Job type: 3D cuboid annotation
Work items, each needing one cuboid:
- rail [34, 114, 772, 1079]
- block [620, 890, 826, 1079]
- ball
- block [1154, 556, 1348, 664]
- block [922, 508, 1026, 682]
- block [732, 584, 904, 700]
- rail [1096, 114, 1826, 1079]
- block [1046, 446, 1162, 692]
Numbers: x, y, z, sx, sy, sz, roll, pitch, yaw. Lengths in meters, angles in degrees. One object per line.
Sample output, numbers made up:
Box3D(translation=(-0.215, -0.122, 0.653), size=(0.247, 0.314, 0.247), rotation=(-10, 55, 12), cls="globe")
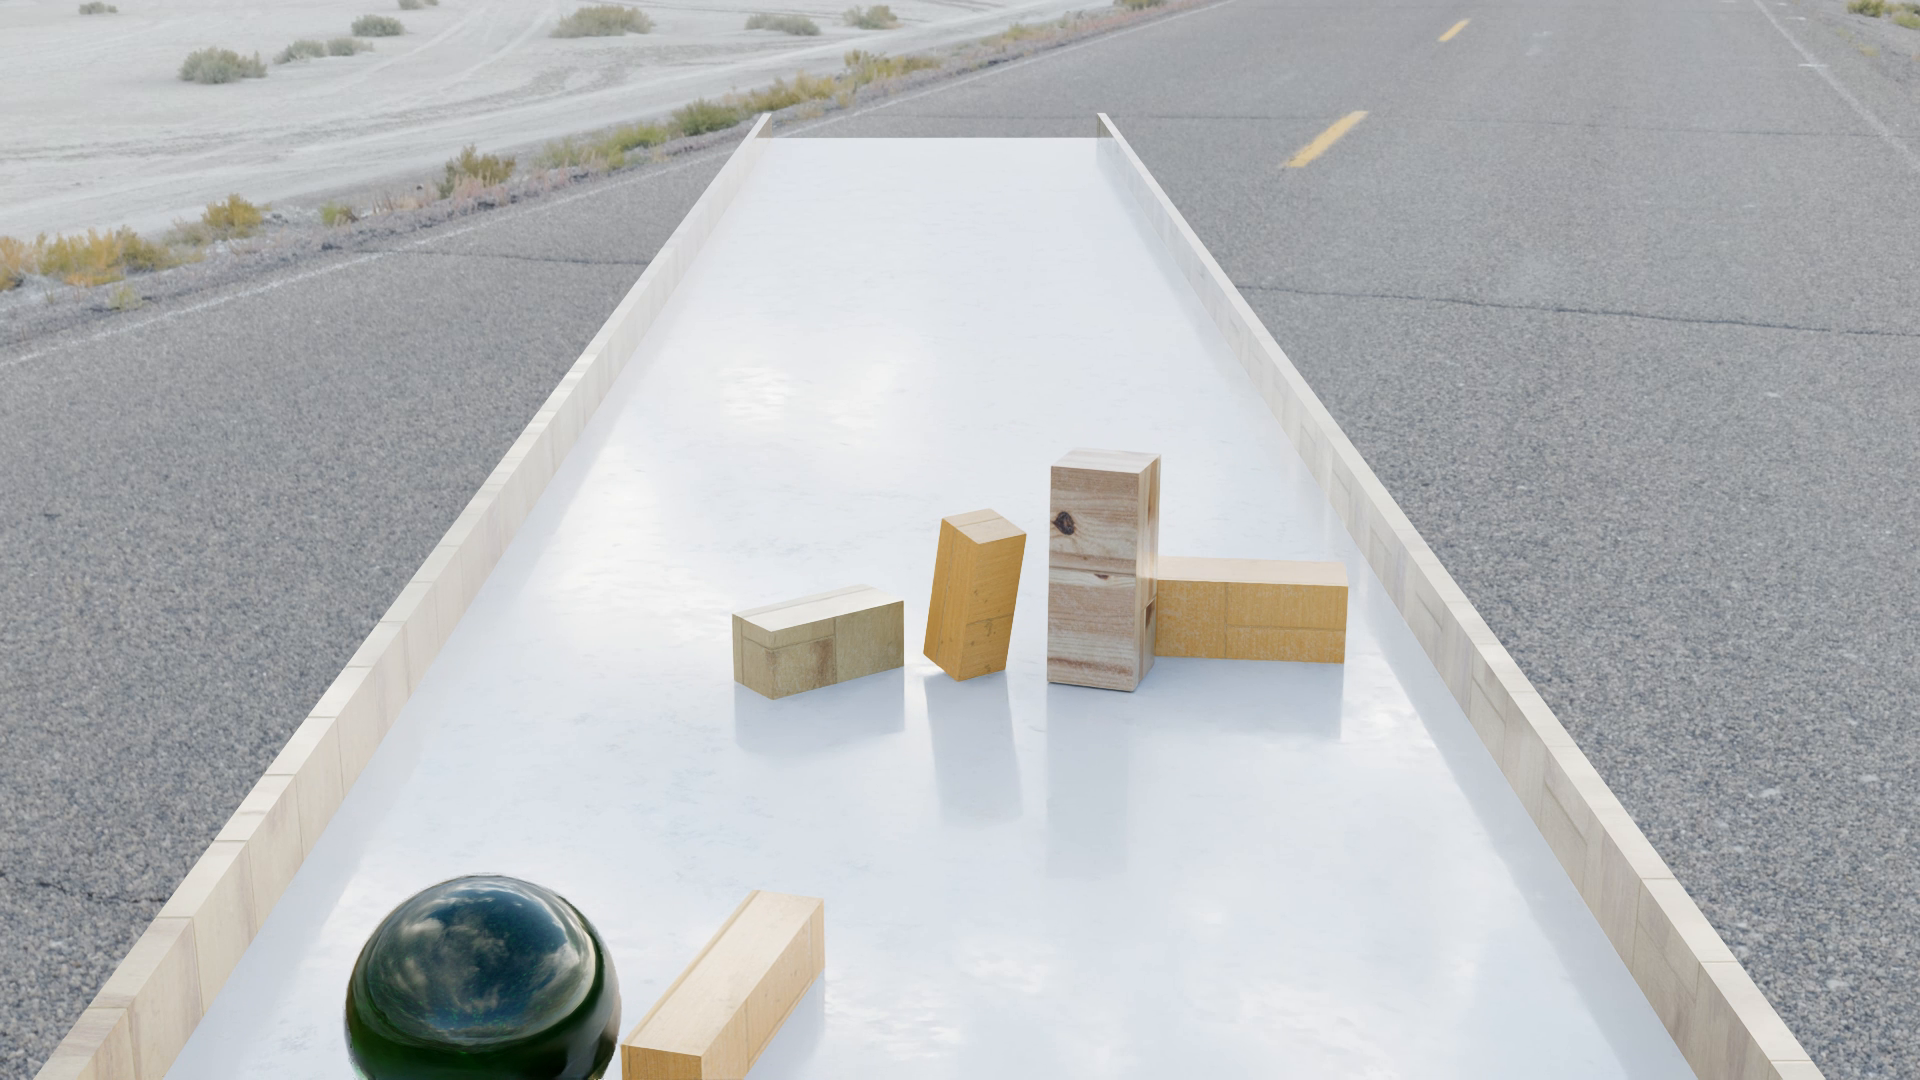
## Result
Box3D(translation=(-1.118, -0.838, 7.780), size=(0.050, 0.150, 12.000), rotation=(0, 17, -1), cls="rail")
Box3D(translation=(-0.308, 0.621, 2.950), size=(0.108, 0.108, 0.458), rotation=(5, 17, 15), cls="block")
Box3D(translation=(-0.583, 0.578, 2.696), size=(0.334, 0.334, 0.334), rotation=(0, 17, 0), cls="ball")
Box3D(translation=(0.566, 0.139, 4.474), size=(0.427, 0.163, 0.163), rotation=(2, 17, 6), cls="block")
Box3D(translation=(0.027, 0.107, 4.303), size=(0.118, 0.303, 0.118), rotation=(-12, 33, -35), cls="block")
Box3D(translation=(-0.277, 0.197, 4.323), size=(0.313, 0.138, 0.138), rotation=(-12, 21, -36), cls="block")
Box3D(translation=(0.932, -0.844, 7.801), size=(0.050, 0.150, 12.000), rotation=(0, 17, -1), cls="rail")
Box3D(translation=(0.280, 0.054, 4.281), size=(0.173, 0.432, 0.173), rotation=(6, 16, 18), cls="block")
